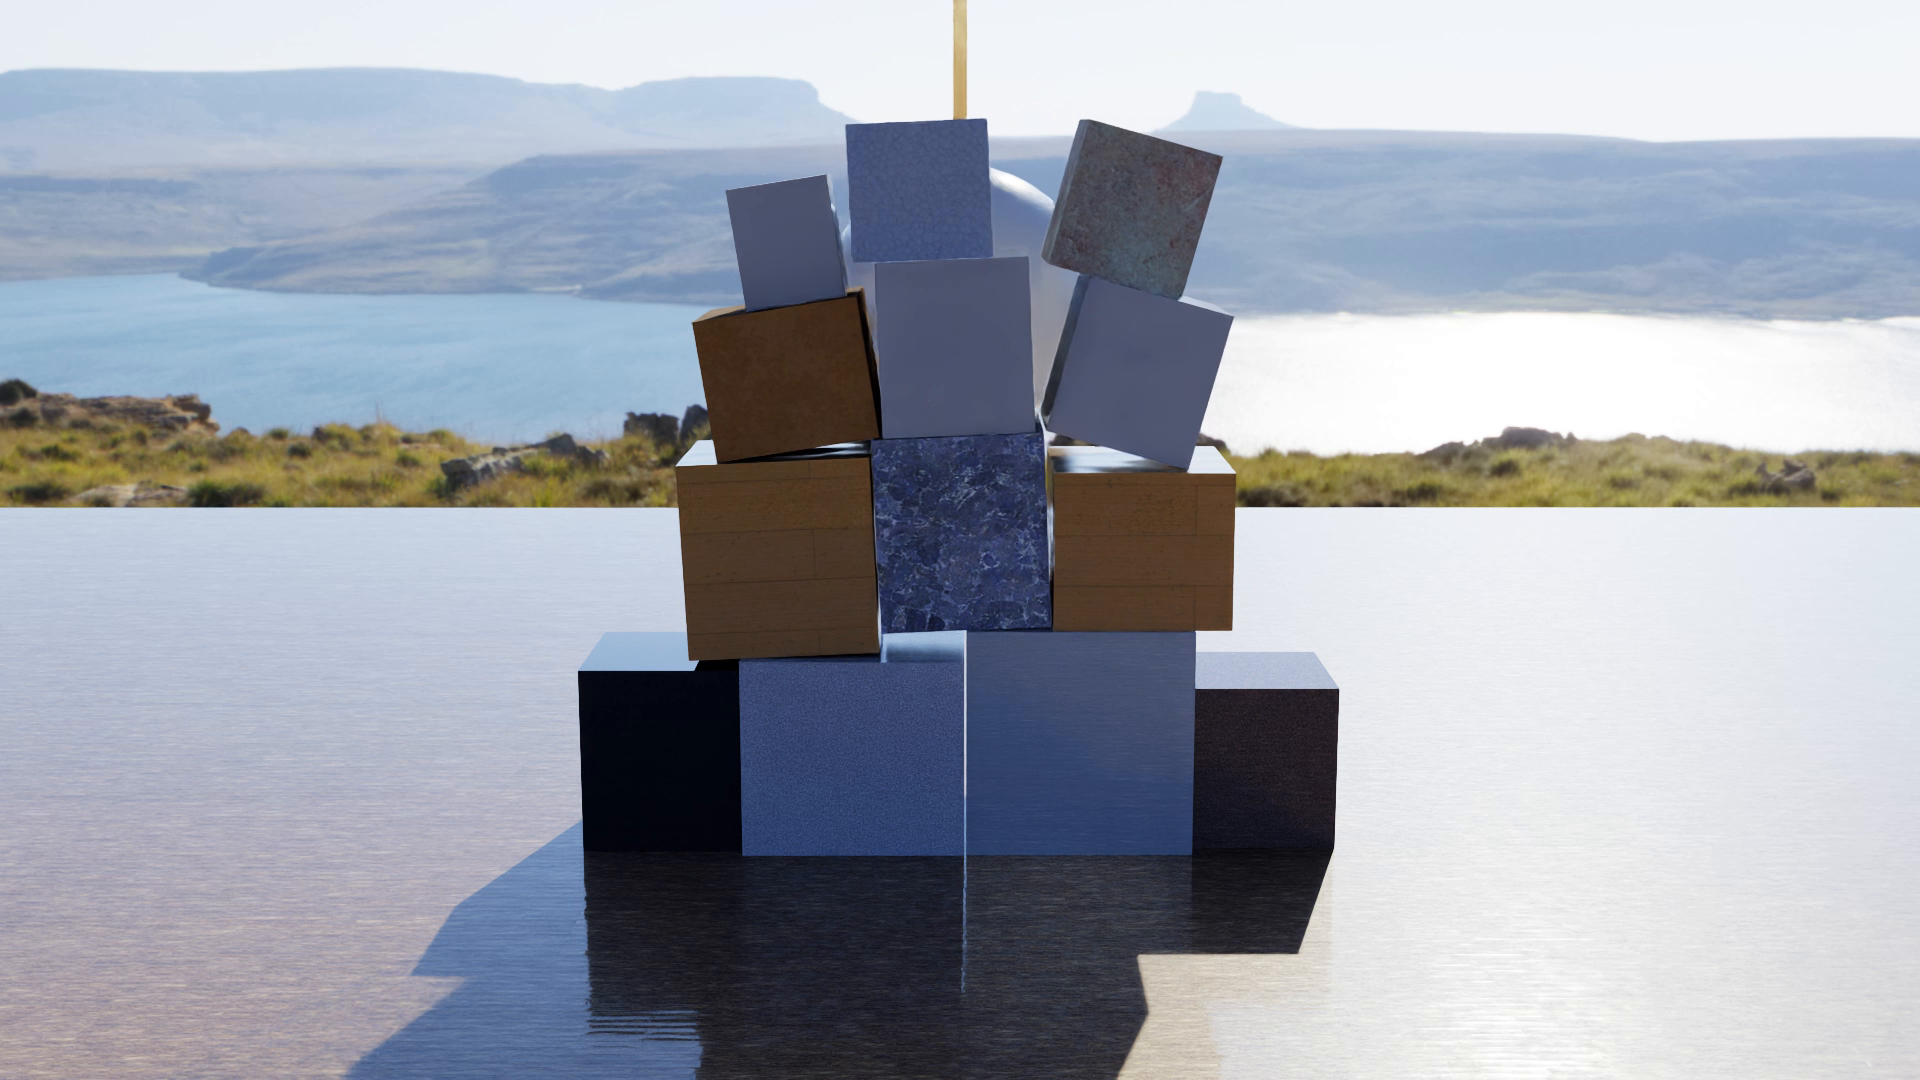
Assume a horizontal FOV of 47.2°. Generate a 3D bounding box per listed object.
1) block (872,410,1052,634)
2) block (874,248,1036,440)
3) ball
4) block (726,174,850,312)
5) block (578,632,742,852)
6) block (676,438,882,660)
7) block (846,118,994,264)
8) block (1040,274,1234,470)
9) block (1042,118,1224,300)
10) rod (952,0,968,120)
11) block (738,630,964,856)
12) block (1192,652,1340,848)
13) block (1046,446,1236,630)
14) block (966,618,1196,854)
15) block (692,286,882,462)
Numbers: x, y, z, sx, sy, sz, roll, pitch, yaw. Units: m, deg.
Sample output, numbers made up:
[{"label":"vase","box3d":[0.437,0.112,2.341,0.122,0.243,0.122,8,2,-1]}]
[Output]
[{"label":"block","box3d":[0.009,-0.107,11.145,0.834,0.957,0.887,-3,10,0]},{"label":"block","box3d":[-0.023,-0.995,10.988,0.741,0.849,0.839,-3,10,0]},{"label":"ball","box3d":[0.000,-1.417,13.031,1.600,1.600,1.600,0,10,0]},{"label":"block","box3d":[-0.848,-1.482,10.915,0.493,0.594,0.474,-9,10,1]},{"label":"block","box3d":[-1.488,1.023,11.347,0.793,0.928,0.867,0,10,0]},{"label":"block","box3d":[-0.889,0.016,11.194,0.941,0.971,0.913,-3,10,0]},{"label":"block","box3d":[-0.195,-1.729,10.848,0.679,0.659,0.638,-3,10,0]},{"label":"block","box3d":[0.869,-0.873,11.030,0.724,0.776,0.778,15,10,-3]},{"label":"block","box3d":[0.838,-1.645,10.899,0.667,0.715,0.672,15,10,-4]},{"label":"rod","box3d":[0.000,-4.345,11.304,0.080,5.200,0.080,0,31,0]},{"label":"block","box3d":[-0.531,0.992,11.352,1.103,0.987,1.028,0,10,0]},{"label":"block","box3d":[1.525,1.070,11.384,0.719,0.821,0.803,0,10,0]},{"label":"block","box3d":[0.897,-0.023,11.171,0.878,0.782,0.940,0,10,0]},{"label":"block","box3d":[0.593,0.920,11.341,1.124,1.133,1.011,0,10,0]},{"label":"block","box3d":[-0.842,-0.844,11.035,0.803,0.691,0.804,-9,10,2]}]
